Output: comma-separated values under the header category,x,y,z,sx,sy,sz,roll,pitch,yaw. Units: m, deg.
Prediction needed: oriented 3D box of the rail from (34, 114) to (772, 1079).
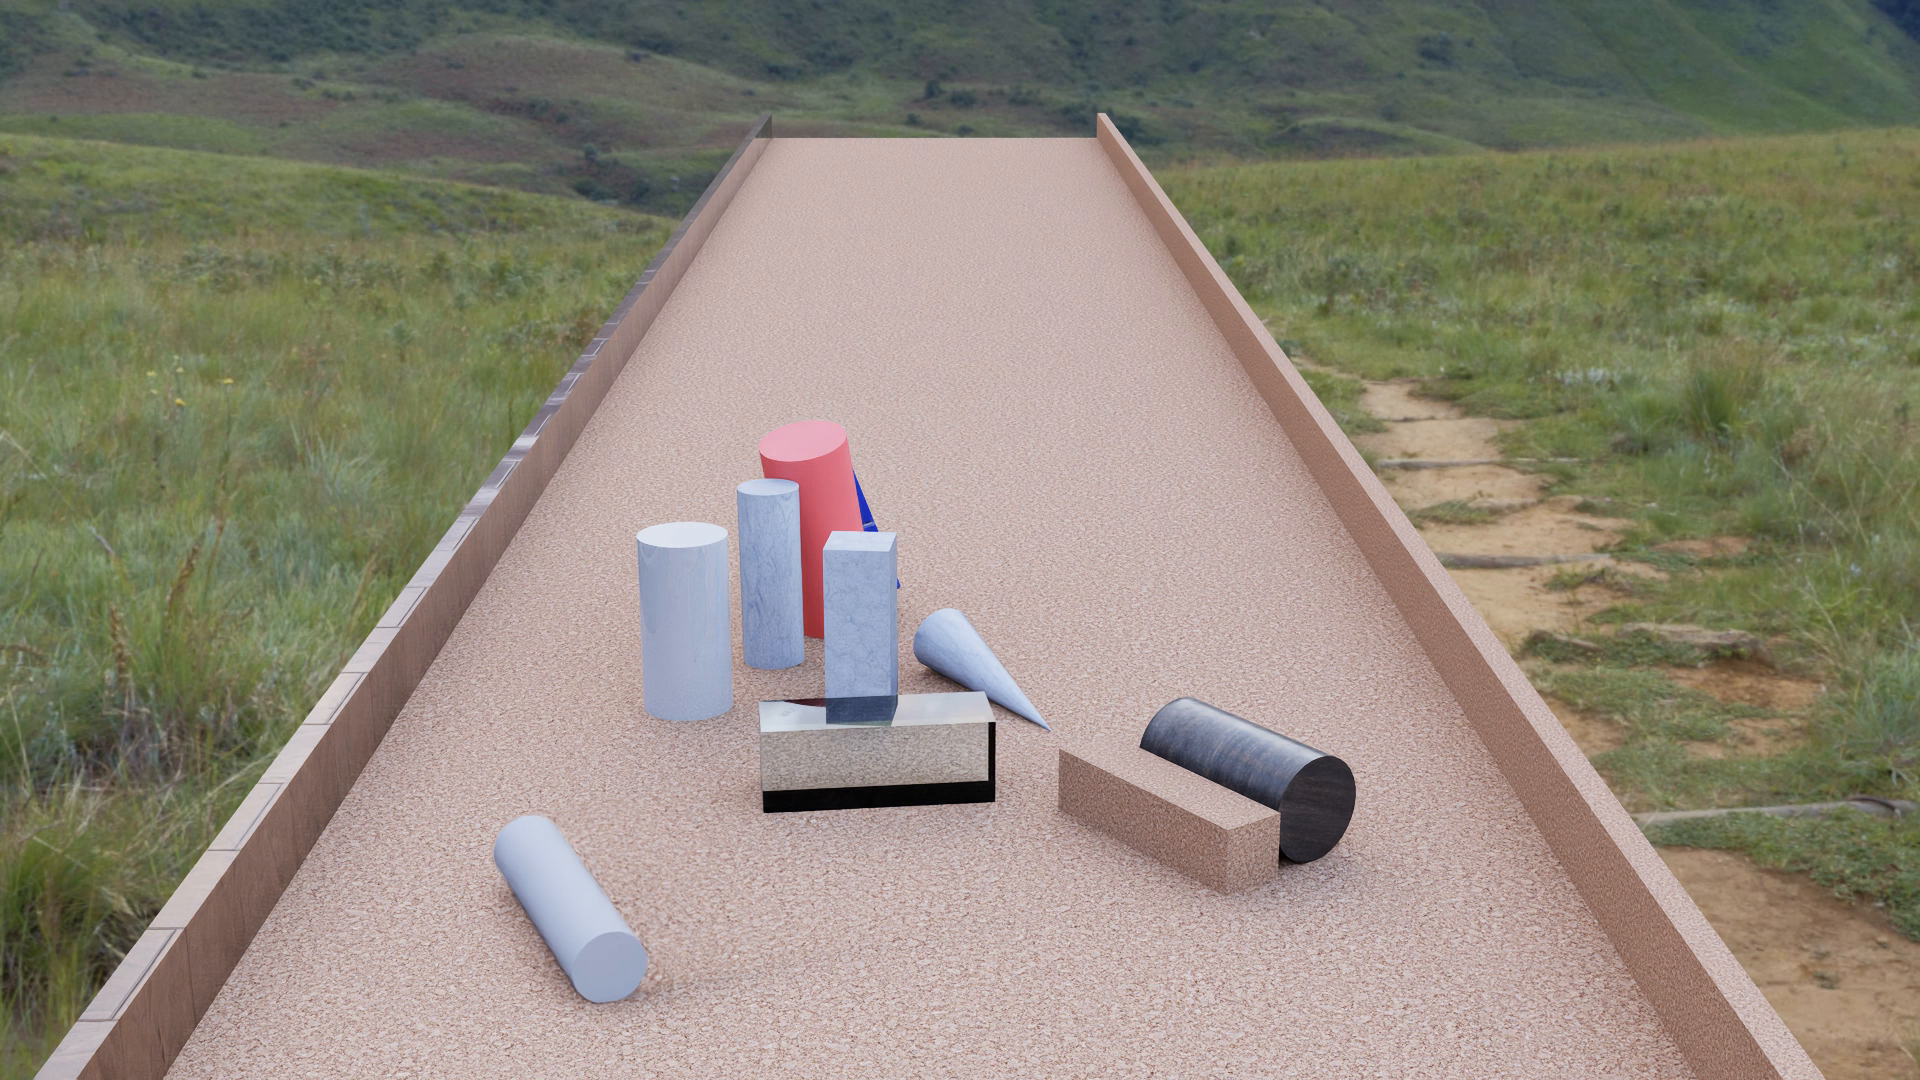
category,x,y,z,sx,sy,sz,roll,pitch,yaw
rail,-1.118,-0.838,7.780,0.050,0.150,12.000,0,17,-1

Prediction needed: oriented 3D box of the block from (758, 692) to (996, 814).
category,x,y,z,sx,sy,sz,roll,pitch,yaw
block,-0.143,0.361,3.757,0.392,0.146,0.146,-2,17,-7

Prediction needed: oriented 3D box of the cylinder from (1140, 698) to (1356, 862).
category,x,y,z,sx,sy,sz,roll,pitch,yaw
cylinder,0.467,0.389,3.607,0.178,0.178,0.328,-12,20,-35

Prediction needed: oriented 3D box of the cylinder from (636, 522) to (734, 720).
category,x,y,z,sx,sy,sz,roll,pitch,yaw
cylinder,-0.515,0.151,4.126,0.169,0.337,0.169,0,17,0

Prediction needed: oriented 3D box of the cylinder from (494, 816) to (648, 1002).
category,x,y,z,sx,sy,sz,roll,pitch,yaw
cylinder,-0.579,0.536,3.238,0.107,0.107,0.439,-8,18,-24

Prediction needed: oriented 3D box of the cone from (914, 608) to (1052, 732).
category,x,y,z,sx,sy,sz,roll,pitch,yaw
cone,0.068,0.274,4.193,0.129,0.129,0.410,-10,28,-30

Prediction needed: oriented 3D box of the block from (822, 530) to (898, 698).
category,x,y,z,sx,sy,sz,roll,pitch,yaw
block,-0.186,0.154,4.149,0.123,0.319,0.123,1,17,5

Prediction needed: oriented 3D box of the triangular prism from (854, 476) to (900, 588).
category,x,y,z,sx,sy,sz,roll,pitch,yaw
triangular prism,-0.258,-0.047,4.687,0.144,0.351,0.125,-19,30,3

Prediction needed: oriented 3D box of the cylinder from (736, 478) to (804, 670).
category,x,y,z,sx,sy,sz,roll,pitch,yaw
cylinder,-0.375,0.067,4.367,0.122,0.359,0.122,-1,17,0

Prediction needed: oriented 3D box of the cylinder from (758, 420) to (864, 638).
category,x,y,z,sx,sy,sz,roll,pitch,yaw
cylinder,-0.289,-0.021,4.514,0.179,0.414,0.179,-6,29,4

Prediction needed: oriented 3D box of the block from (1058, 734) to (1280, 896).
category,x,y,z,sx,sy,sz,roll,pitch,yaw
block,0.332,0.439,3.558,0.110,0.110,0.412,-12,20,-34

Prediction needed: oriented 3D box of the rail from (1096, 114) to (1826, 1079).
category,x,y,z,sx,sy,sz,roll,pitch,yaw
rail,0.932,-0.844,7.801,0.050,0.150,12.000,0,17,-1
